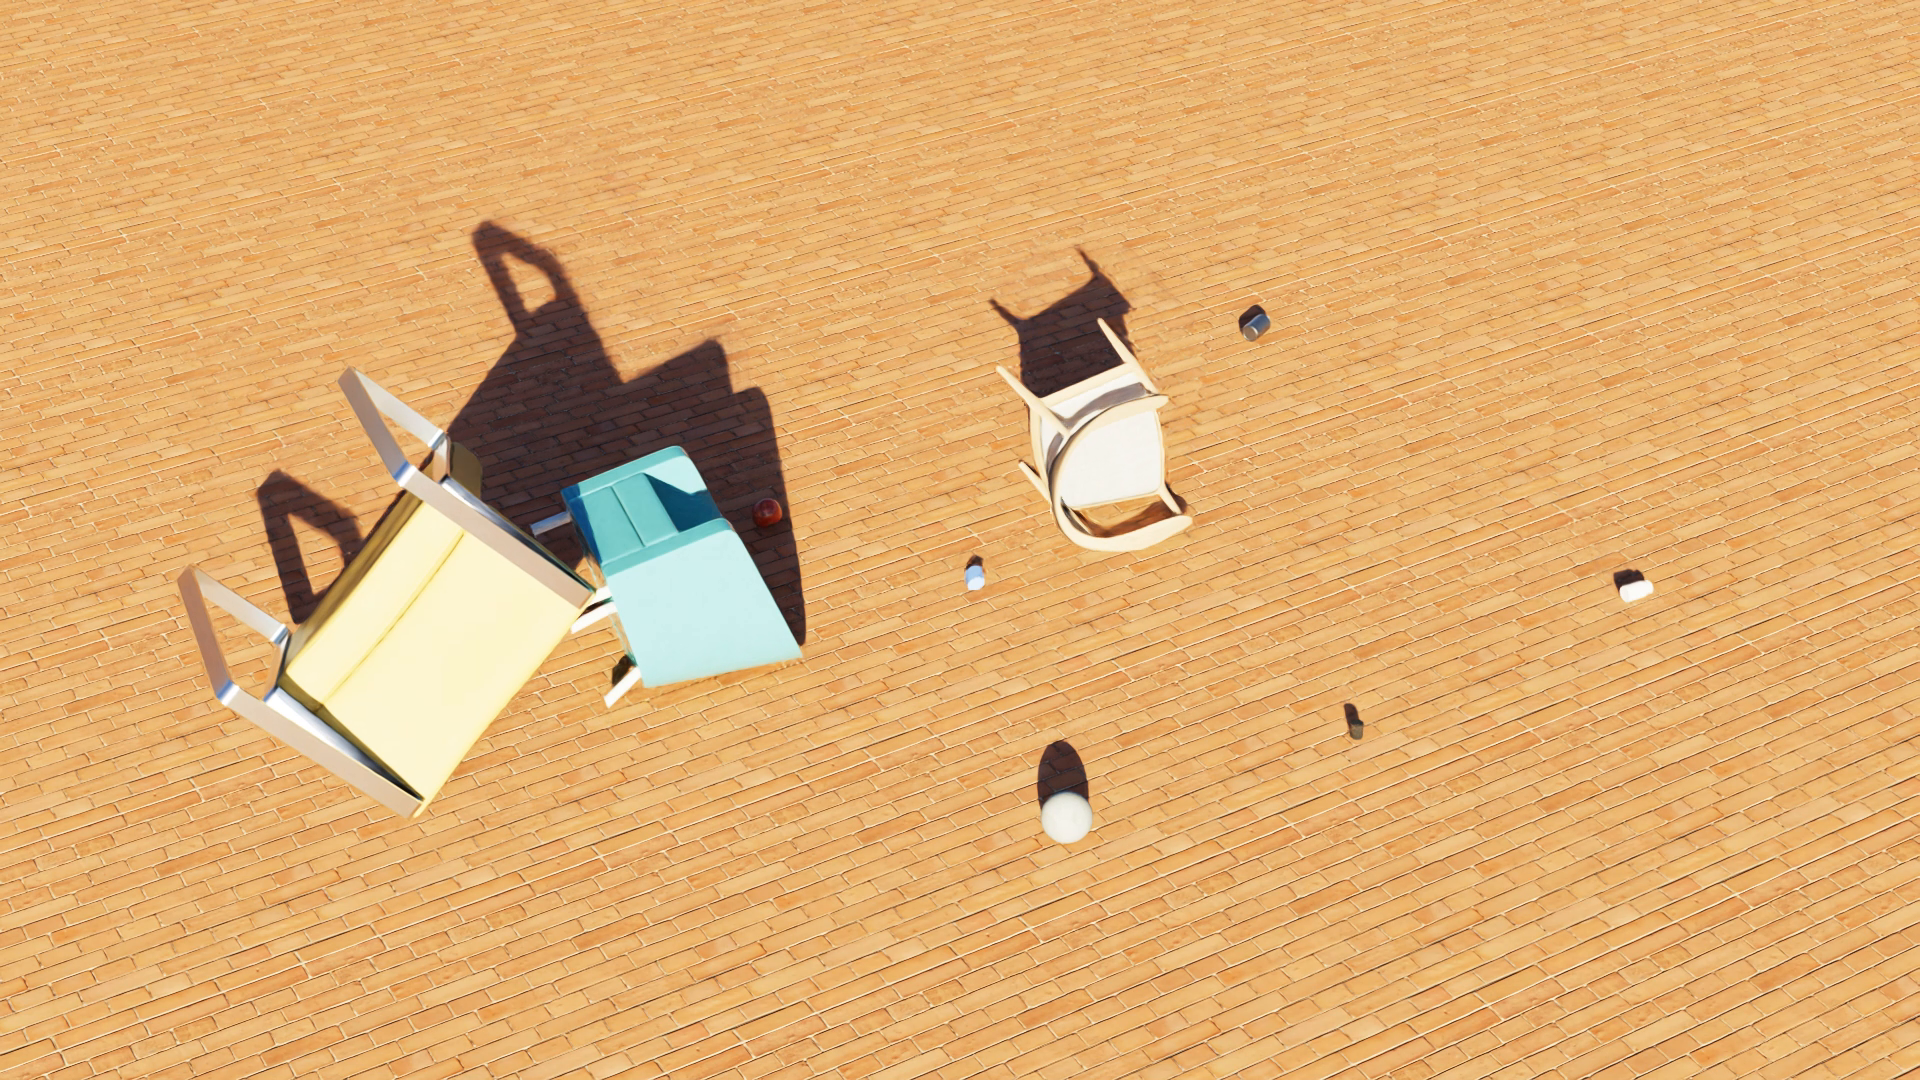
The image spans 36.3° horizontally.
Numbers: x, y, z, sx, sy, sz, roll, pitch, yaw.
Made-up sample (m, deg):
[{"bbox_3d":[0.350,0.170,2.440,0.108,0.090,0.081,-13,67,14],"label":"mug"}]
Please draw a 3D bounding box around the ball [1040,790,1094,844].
[{"bbox_3d":[0.344,0.891,9.437,0.170,0.170,0.170,0,33,0],"label":"ball"}]

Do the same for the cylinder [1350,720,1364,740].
[{"bbox_3d":[1.343,0.641,9.920,0.045,0.056,0.040,17,37,24],"label":"cylinder"}]
